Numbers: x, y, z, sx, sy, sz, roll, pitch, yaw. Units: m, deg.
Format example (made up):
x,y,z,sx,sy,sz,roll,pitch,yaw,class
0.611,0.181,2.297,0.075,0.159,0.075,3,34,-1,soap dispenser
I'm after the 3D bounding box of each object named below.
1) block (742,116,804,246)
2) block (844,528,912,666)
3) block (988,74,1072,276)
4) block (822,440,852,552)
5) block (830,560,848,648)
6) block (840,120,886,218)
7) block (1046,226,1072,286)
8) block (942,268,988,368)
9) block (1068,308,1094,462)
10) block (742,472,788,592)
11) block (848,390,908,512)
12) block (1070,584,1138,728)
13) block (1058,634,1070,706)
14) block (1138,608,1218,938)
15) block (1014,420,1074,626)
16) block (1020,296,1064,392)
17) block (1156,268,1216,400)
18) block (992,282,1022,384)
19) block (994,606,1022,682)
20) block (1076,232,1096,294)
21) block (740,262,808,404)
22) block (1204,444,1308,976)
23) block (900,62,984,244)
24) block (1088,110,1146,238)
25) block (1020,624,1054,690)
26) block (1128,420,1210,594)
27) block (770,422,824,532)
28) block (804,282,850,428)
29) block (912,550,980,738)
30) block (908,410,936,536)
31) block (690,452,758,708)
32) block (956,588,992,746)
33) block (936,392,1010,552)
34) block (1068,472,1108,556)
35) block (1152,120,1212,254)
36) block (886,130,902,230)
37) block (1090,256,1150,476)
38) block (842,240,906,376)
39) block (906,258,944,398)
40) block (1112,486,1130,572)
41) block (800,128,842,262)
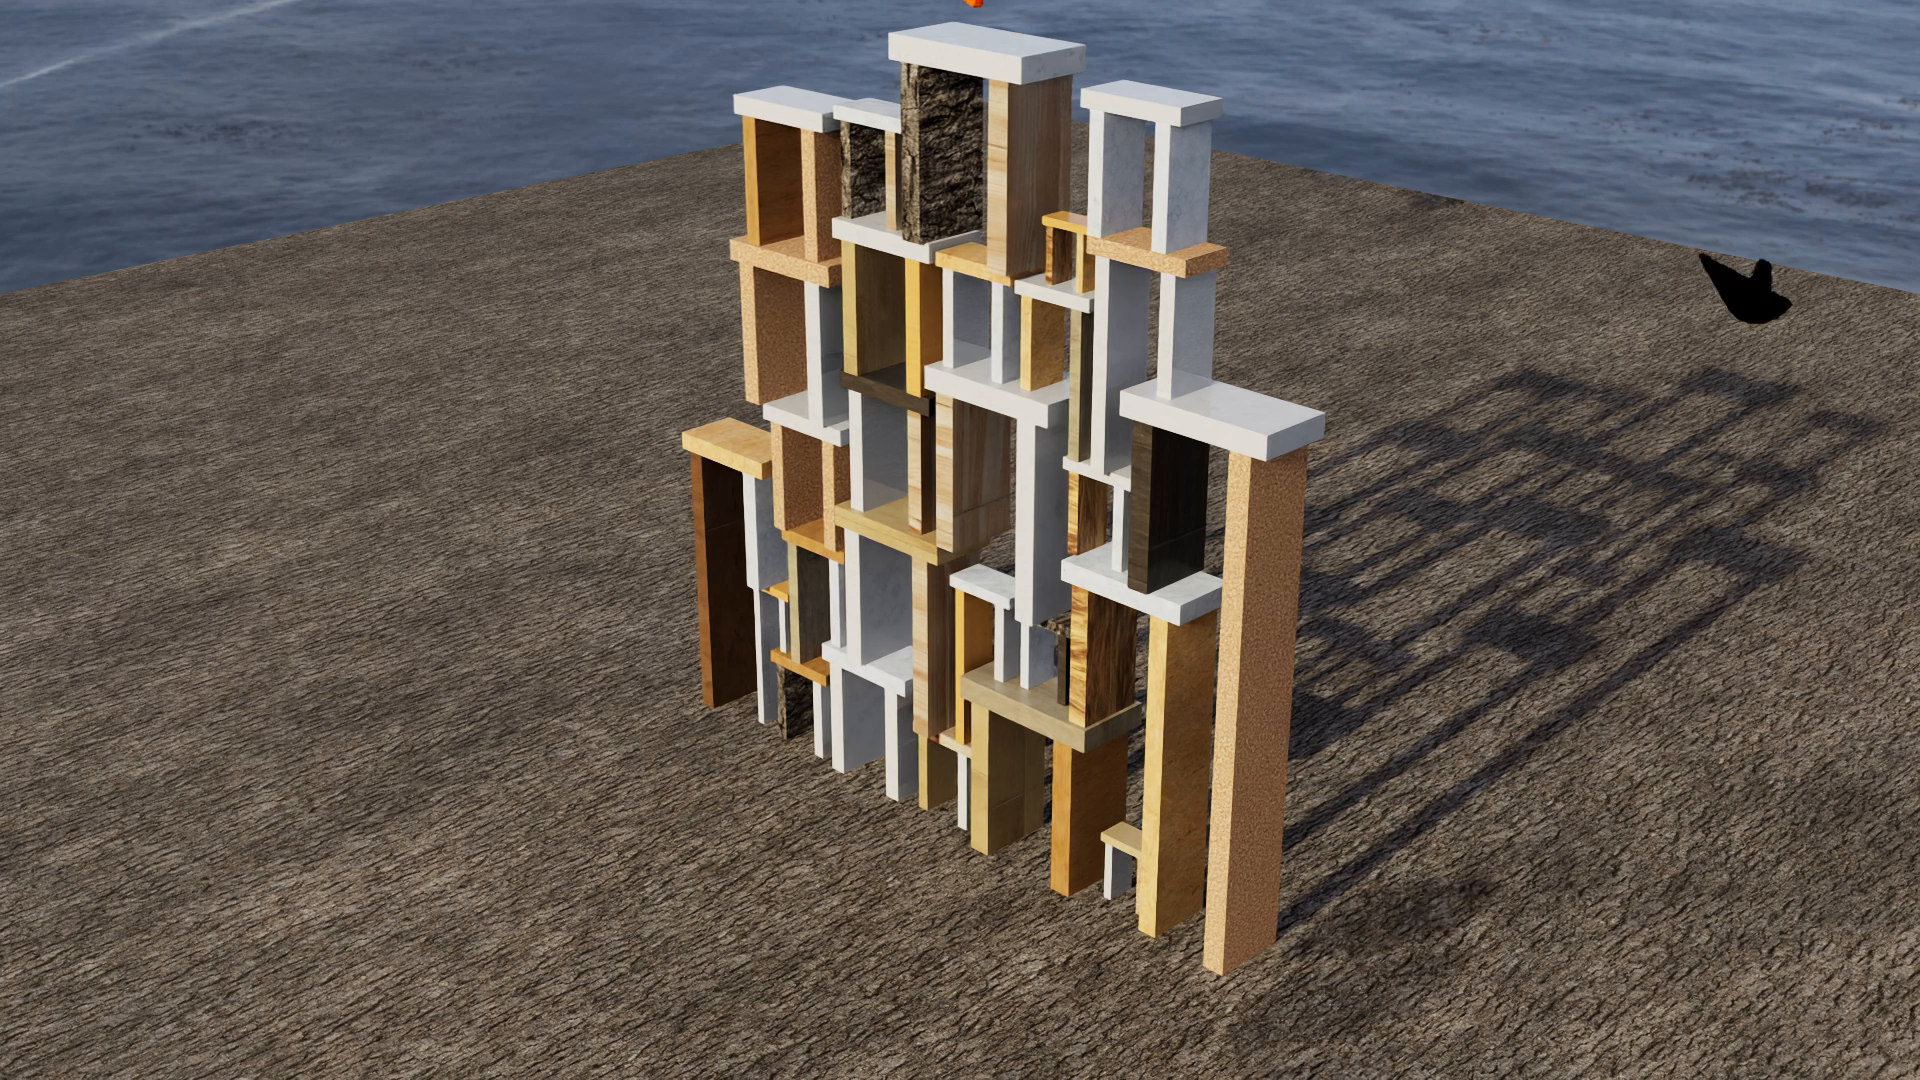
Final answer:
x,y,z,sx,sy,sz,roll,pitch,yaw,class
-0.361,-0.714,4.311,0.036,0.253,0.126,21,31,40,block
-0.163,0.096,4.441,0.041,0.290,0.145,21,31,41,block
0.121,-0.642,3.828,0.046,0.338,0.161,22,31,40,block
-0.221,-0.103,4.422,0.033,0.232,0.116,21,31,40,block
-0.222,0.117,4.516,0.096,0.192,0.027,-21,31,-41,block
-0.180,-0.703,4.129,0.091,0.183,0.026,-21,31,-41,block
0.173,-0.500,3.828,0.015,0.104,0.052,21,31,40,block
0.011,-0.415,4.029,0.093,0.185,0.026,-21,31,-41,block
0.230,-0.279,3.859,0.086,0.278,0.024,-21,31,-40,block
-0.391,-0.034,4.636,0.037,0.259,0.130,21,31,41,block
-0.159,-0.190,4.322,0.123,0.247,0.035,-21,31,-41,block
0.263,0.192,4.019,0.039,0.275,0.138,21,31,41,block
0.214,0.232,4.096,0.020,0.142,0.071,21,31,41,block
0.393,0.411,3.971,0.039,0.641,0.138,21,31,41,block
0.171,-0.049,4.021,0.154,0.394,0.044,-21,31,-41,block
0.147,-0.359,3.913,0.024,0.173,0.086,21,31,40,block
0.377,-0.350,3.663,0.030,0.214,0.107,21,31,41,block
0.099,-0.381,3.948,0.026,0.185,0.093,22,31,40,block
0.102,0.185,4.185,0.022,0.158,0.079,21,31,41,block
0.223,-0.481,3.783,0.015,0.104,0.052,21,31,40,block
-0.370,-0.432,4.446,0.041,0.290,0.145,21,30,41,block
0.508,0.295,3.797,0.044,0.991,0.155,21,31,41,block
-0.032,-0.708,3.964,0.161,0.322,0.046,-21,31,-40,block
0.262,-0.621,3.677,0.106,0.212,0.030,-21,31,-41,block
0.147,0.205,4.158,0.020,0.142,0.071,21,31,41,block
0.361,-0.075,3.799,0.155,0.310,0.044,-21,31,-41,block
-0.331,-0.145,4.523,0.033,0.232,0.116,21,31,40,block
-0.233,-0.379,4.320,0.041,0.290,0.145,21,31,41,block
-0.026,0.191,4.333,0.145,0.381,0.041,-21,31,-41,block
-0.043,-0.144,4.215,0.123,0.247,0.035,-21,31,-41,block
-0.514,0.075,4.815,0.037,0.600,0.130,21,31,41,block
0.027,0.237,4.288,0.022,0.332,0.079,21,31,41,block
0.026,-0.145,4.138,0.154,0.309,0.044,-21,31,-41,block
0.230,-0.058,3.954,0.079,0.158,0.022,-21,31,-41,block
0.361,-0.582,3.584,0.106,0.212,0.030,-21,31,-41,block
-0.095,-0.669,4.049,0.091,0.183,0.026,-21,31,-41,block
0.276,-0.310,3.790,0.107,0.388,0.030,-21,31,-41,block
-0.164,-0.457,4.212,0.131,0.261,0.037,-21,31,-41,block
-0.041,-0.409,4.098,0.130,0.261,0.037,-21,31,-41,block
0.305,-0.029,3.885,0.079,0.158,0.022,-21,31,-41,block
-0.241,-0.668,4.202,0.036,0.253,0.126,21,31,40,block
